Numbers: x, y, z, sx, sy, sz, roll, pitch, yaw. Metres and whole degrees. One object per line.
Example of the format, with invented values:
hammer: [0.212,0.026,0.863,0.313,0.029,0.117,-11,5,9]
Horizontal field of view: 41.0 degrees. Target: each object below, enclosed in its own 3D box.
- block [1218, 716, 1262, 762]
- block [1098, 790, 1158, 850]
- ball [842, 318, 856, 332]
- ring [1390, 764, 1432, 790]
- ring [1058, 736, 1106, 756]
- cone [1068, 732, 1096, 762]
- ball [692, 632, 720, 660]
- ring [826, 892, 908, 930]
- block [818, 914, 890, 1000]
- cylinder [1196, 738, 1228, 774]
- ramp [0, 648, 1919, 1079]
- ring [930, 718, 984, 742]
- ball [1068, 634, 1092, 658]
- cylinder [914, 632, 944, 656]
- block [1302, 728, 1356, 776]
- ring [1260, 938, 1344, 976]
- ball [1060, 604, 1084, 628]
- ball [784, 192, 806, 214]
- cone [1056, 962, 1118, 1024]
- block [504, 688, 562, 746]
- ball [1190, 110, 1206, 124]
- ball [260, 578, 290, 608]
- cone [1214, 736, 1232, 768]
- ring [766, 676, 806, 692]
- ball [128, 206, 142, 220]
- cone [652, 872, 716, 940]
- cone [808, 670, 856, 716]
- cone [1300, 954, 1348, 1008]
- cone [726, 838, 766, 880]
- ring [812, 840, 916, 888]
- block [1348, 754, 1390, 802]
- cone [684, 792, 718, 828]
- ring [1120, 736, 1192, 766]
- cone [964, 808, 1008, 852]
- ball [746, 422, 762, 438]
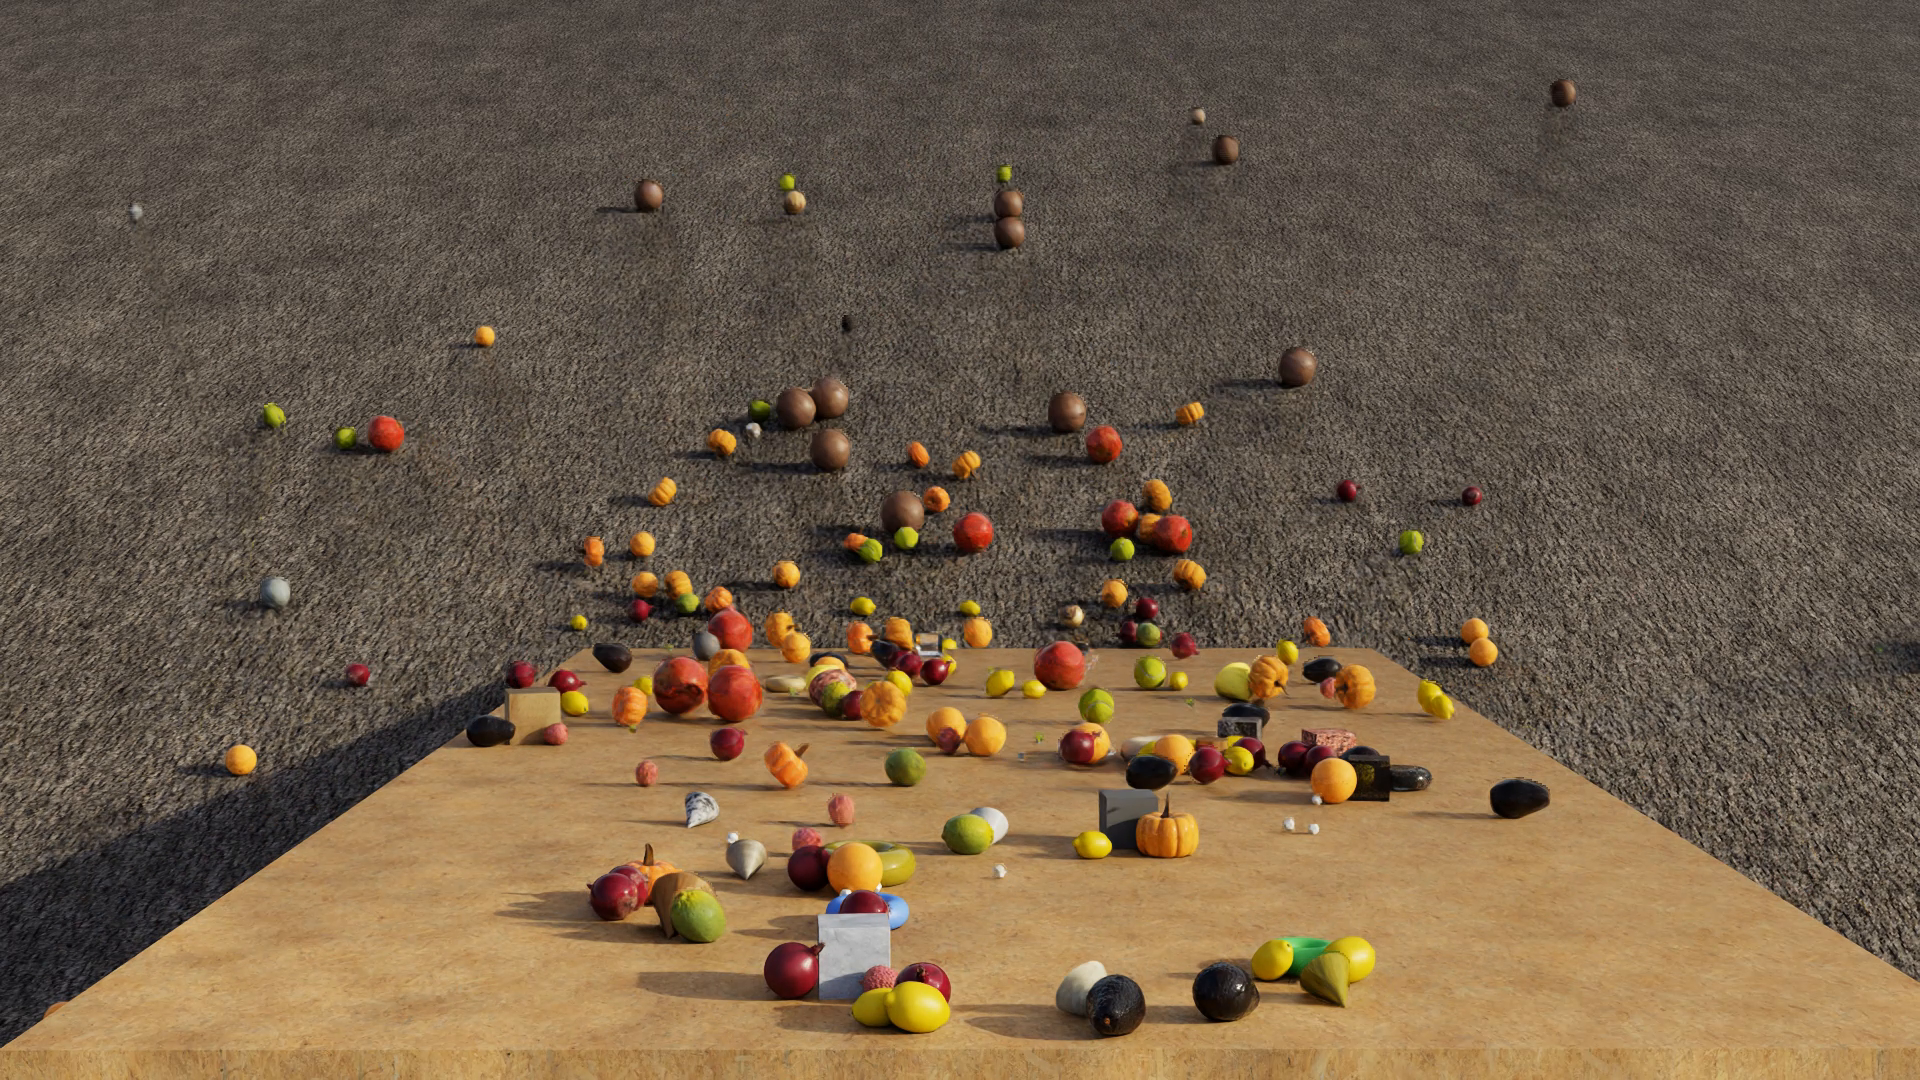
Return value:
block: [0.496,0.352,4.552,0.069,0.069,0.069,1,3,14]
block: [0.241,0.400,3.681,0.074,0.074,0.074,0,3,-5]
ball: [-0.412,-0.803,9.558,0.052,0.052,0.052,0,21,0]
ring: [0.722,0.389,4.210,0.103,0.034,0.103,1,2,0]
ring: [0.219,0.370,4.605,0.088,0.029,0.088,-1,2,0]
cone: [0.217,0.362,4.542,0.051,0.051,0.051,0,3,0]
ball: [-0.617,0.258,6.239,0.068,0.068,0.068,0,21,0]
ring: [-0.112,0.452,3.121,0.102,0.034,0.102,0,4,0]
block: [-0.115,0.450,2.782,0.076,0.076,0.076,0,3,-4]
cylinder: [0.431,0.368,4.394,0.055,0.055,0.055,0,3,0]
ramp: [0.048,0.439,4.532,2.000,0.100,4.000,0,3,0]
ring: [-0.005,0.356,4.805,0.104,0.035,0.104,-1,3,0]
ball: [0.280,0.249,6.017,0.055,0.055,0.055,0,21,0]
cylinder: [-0.077,0.258,6.321,0.055,0.055,0.055,8,17,-22]
block: [0.628,0.361,4.381,0.071,0.071,0.071,-1,3,-12]
ring: [0.383,0.467,2.879,0.094,0.031,0.094,1,2,0]
ball: [0.300,0.205,6.890,0.063,0.063,0.063,0,21,0]
ball: [-0.726,-1.483,11.282,0.097,0.097,0.097,0,21,0]
cone: [0.144,0.481,2.657,0.064,0.064,0.064,-14,37,-32]
block: [-0.796,0.327,4.786,0.094,0.094,0.094,-1,3,-15]
ball: [1.210,-2.154,13.078,0.077,0.077,0.077,0,21,0]
ball: [-1.870,0.145,7.023,0.080,0.080,0.080,0,21,0]
cone: [0.444,0.364,4.459,0.056,0.056,0.056,0,3,0]
ring: [-0.379,0.314,5.596,0.090,0.030,0.090,-1,4,0]
ball: [-3.592,-1.426,11.188,0.059,0.059,0.059,0,21,0]
cone: [-0.340,0.454,3.075,0.080,0.080,0.080,3,30,7]
cone: [-0.252,0.329,5.193,0.099,0.099,0.099,-3,30,-8]
cone: [0.397,0.478,2.723,0.057,0.057,0.057,-6,32,-15]
cone: [-0.285,0.439,3.433,0.056,0.056,0.056,-2,30,-5]
ring: [-0.128,0.430,3.410,0.140,0.047,0.140,1,4,0]
block: [0.653,0.380,4.103,0.065,0.065,0.065,0,3,9]
cone: [-0.397,0.415,3.845,0.056,0.056,0.056,6,32,17]
ring: [0.344,0.369,4.507,0.124,0.041,0.124,-1,2,0]
cone: [0.034,0.424,3.655,0.063,0.063,0.063,3,30,7]
ball: [-0.675,-0.359,8.389,0.052,0.052,0.052,0,21,0]
